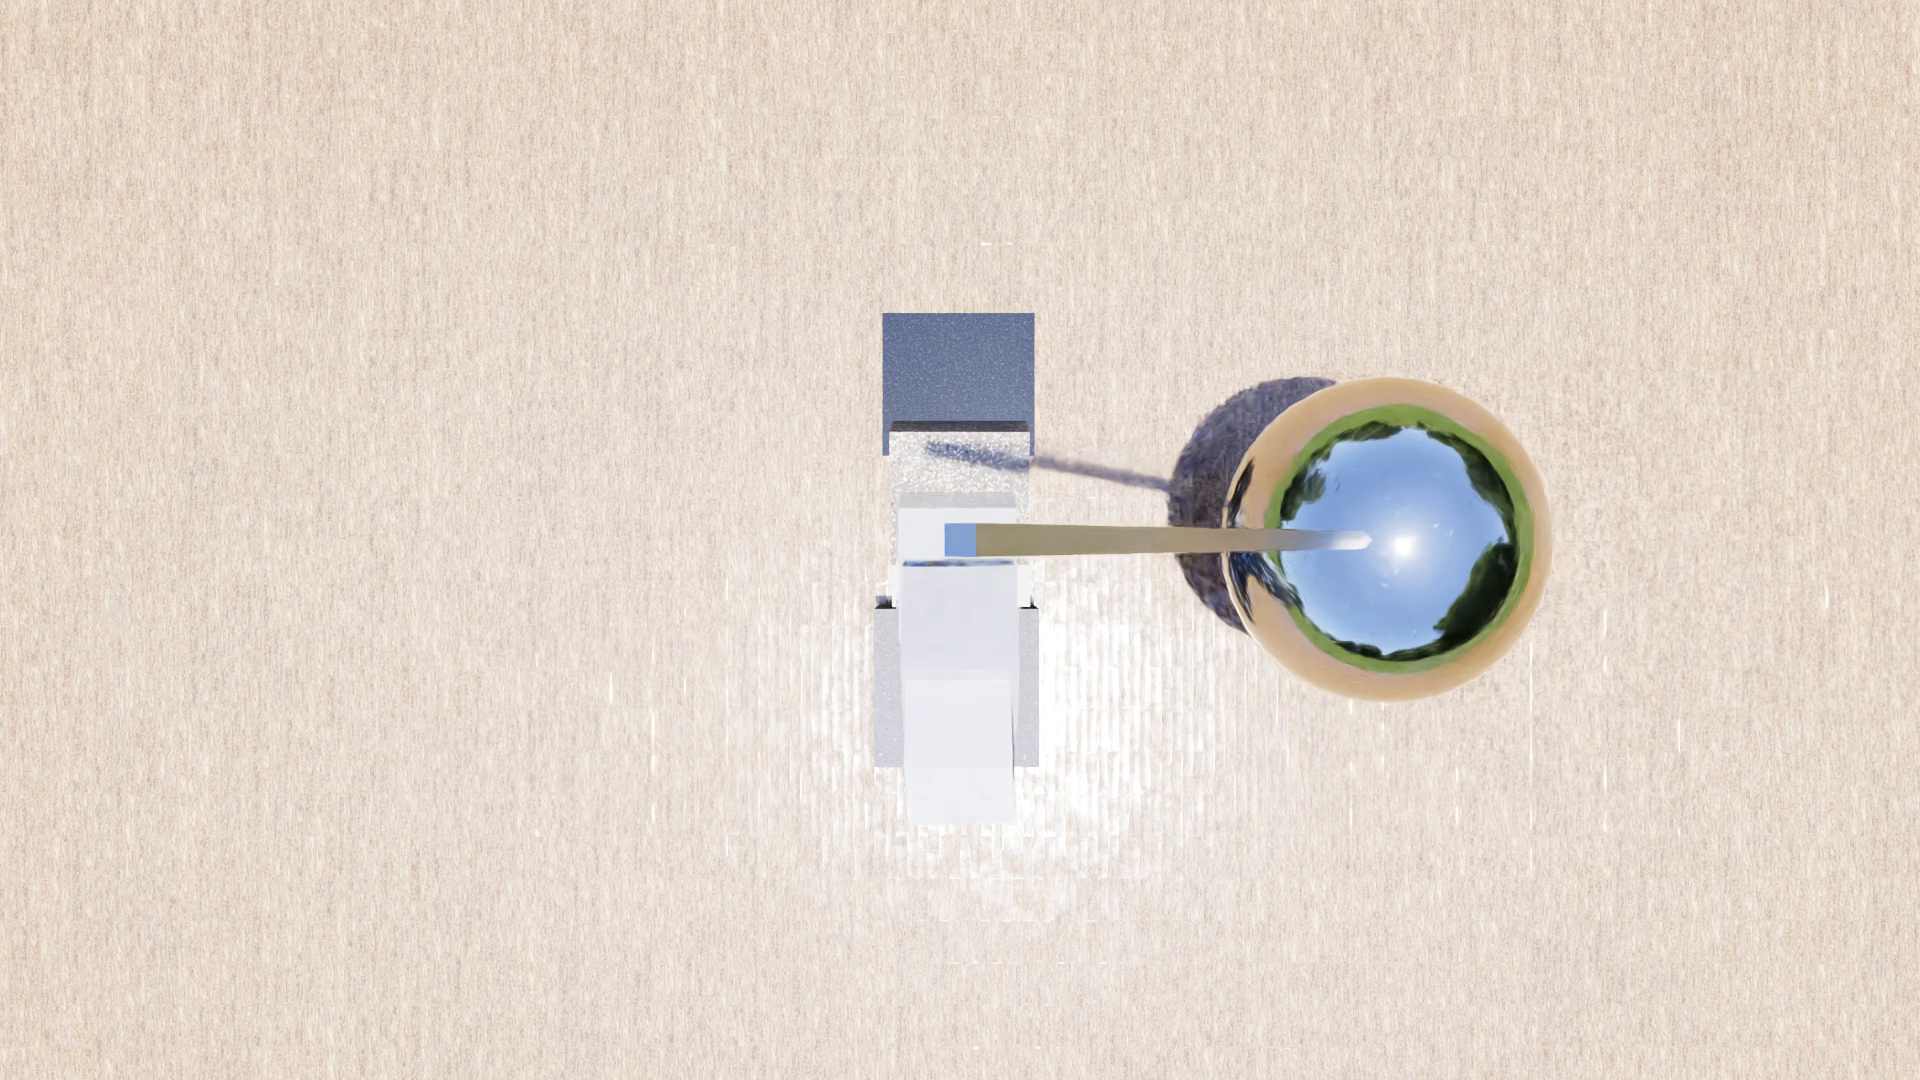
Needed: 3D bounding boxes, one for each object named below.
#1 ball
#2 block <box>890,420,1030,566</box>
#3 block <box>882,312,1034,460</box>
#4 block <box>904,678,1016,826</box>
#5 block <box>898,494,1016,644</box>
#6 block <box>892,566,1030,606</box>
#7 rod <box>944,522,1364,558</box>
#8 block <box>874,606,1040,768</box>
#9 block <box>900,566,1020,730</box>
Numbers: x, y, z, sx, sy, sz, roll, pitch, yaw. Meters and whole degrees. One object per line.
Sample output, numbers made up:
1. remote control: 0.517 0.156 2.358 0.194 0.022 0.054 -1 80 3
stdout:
1. ball: 2.074 0.000 10.750 1.600 1.600 1.600 0 90 0
2. block: -0.002 -0.264 11.940 0.737 0.684 0.709 0 98 0
3. block: -0.008 -0.867 12.628 0.850 0.743 0.799 0 90 0
4. block: 0.004 1.003 10.398 0.495 0.501 0.480 -2 51 2
5. block: -0.012 0.139 11.341 0.592 0.612 0.688 0 98 0
6. block: 0.006 -0.041 12.664 0.773 0.672 0.832 0 90 0
7. rod: 0.899 0.000 7.560 0.080 5.200 0.080 0 90 20
8. block: -0.019 0.825 12.617 0.923 0.767 0.881 0 90 0
9. block: 0.001 0.527 10.683 0.555 0.517 0.613 0 51 0
